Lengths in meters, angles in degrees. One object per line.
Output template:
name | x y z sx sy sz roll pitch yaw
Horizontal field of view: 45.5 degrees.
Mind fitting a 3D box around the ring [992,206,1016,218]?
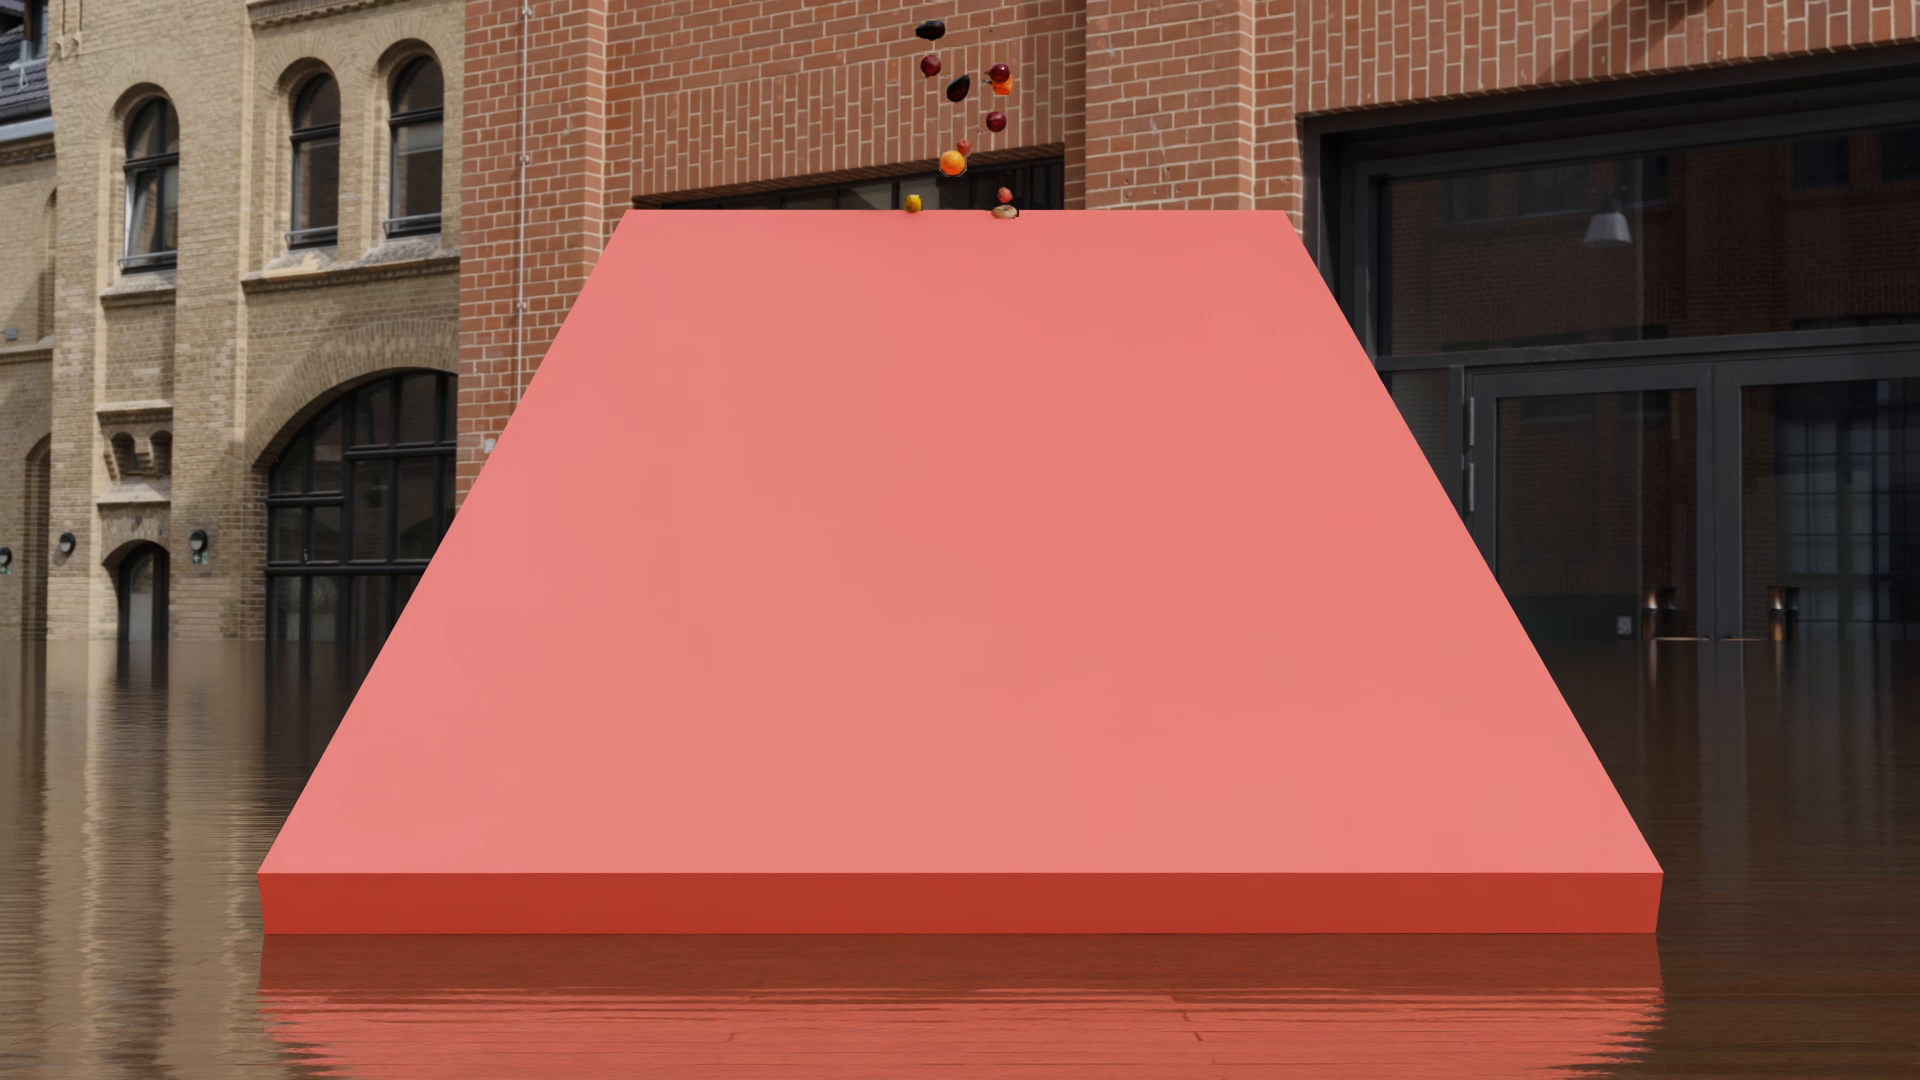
ring | 0.133 -0.985 6.884 0.077 0.026 0.077 -5 25 2

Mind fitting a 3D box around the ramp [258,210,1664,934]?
ramp | -0.006 -0.219 5.136 2.000 0.100 4.000 0 22 0
